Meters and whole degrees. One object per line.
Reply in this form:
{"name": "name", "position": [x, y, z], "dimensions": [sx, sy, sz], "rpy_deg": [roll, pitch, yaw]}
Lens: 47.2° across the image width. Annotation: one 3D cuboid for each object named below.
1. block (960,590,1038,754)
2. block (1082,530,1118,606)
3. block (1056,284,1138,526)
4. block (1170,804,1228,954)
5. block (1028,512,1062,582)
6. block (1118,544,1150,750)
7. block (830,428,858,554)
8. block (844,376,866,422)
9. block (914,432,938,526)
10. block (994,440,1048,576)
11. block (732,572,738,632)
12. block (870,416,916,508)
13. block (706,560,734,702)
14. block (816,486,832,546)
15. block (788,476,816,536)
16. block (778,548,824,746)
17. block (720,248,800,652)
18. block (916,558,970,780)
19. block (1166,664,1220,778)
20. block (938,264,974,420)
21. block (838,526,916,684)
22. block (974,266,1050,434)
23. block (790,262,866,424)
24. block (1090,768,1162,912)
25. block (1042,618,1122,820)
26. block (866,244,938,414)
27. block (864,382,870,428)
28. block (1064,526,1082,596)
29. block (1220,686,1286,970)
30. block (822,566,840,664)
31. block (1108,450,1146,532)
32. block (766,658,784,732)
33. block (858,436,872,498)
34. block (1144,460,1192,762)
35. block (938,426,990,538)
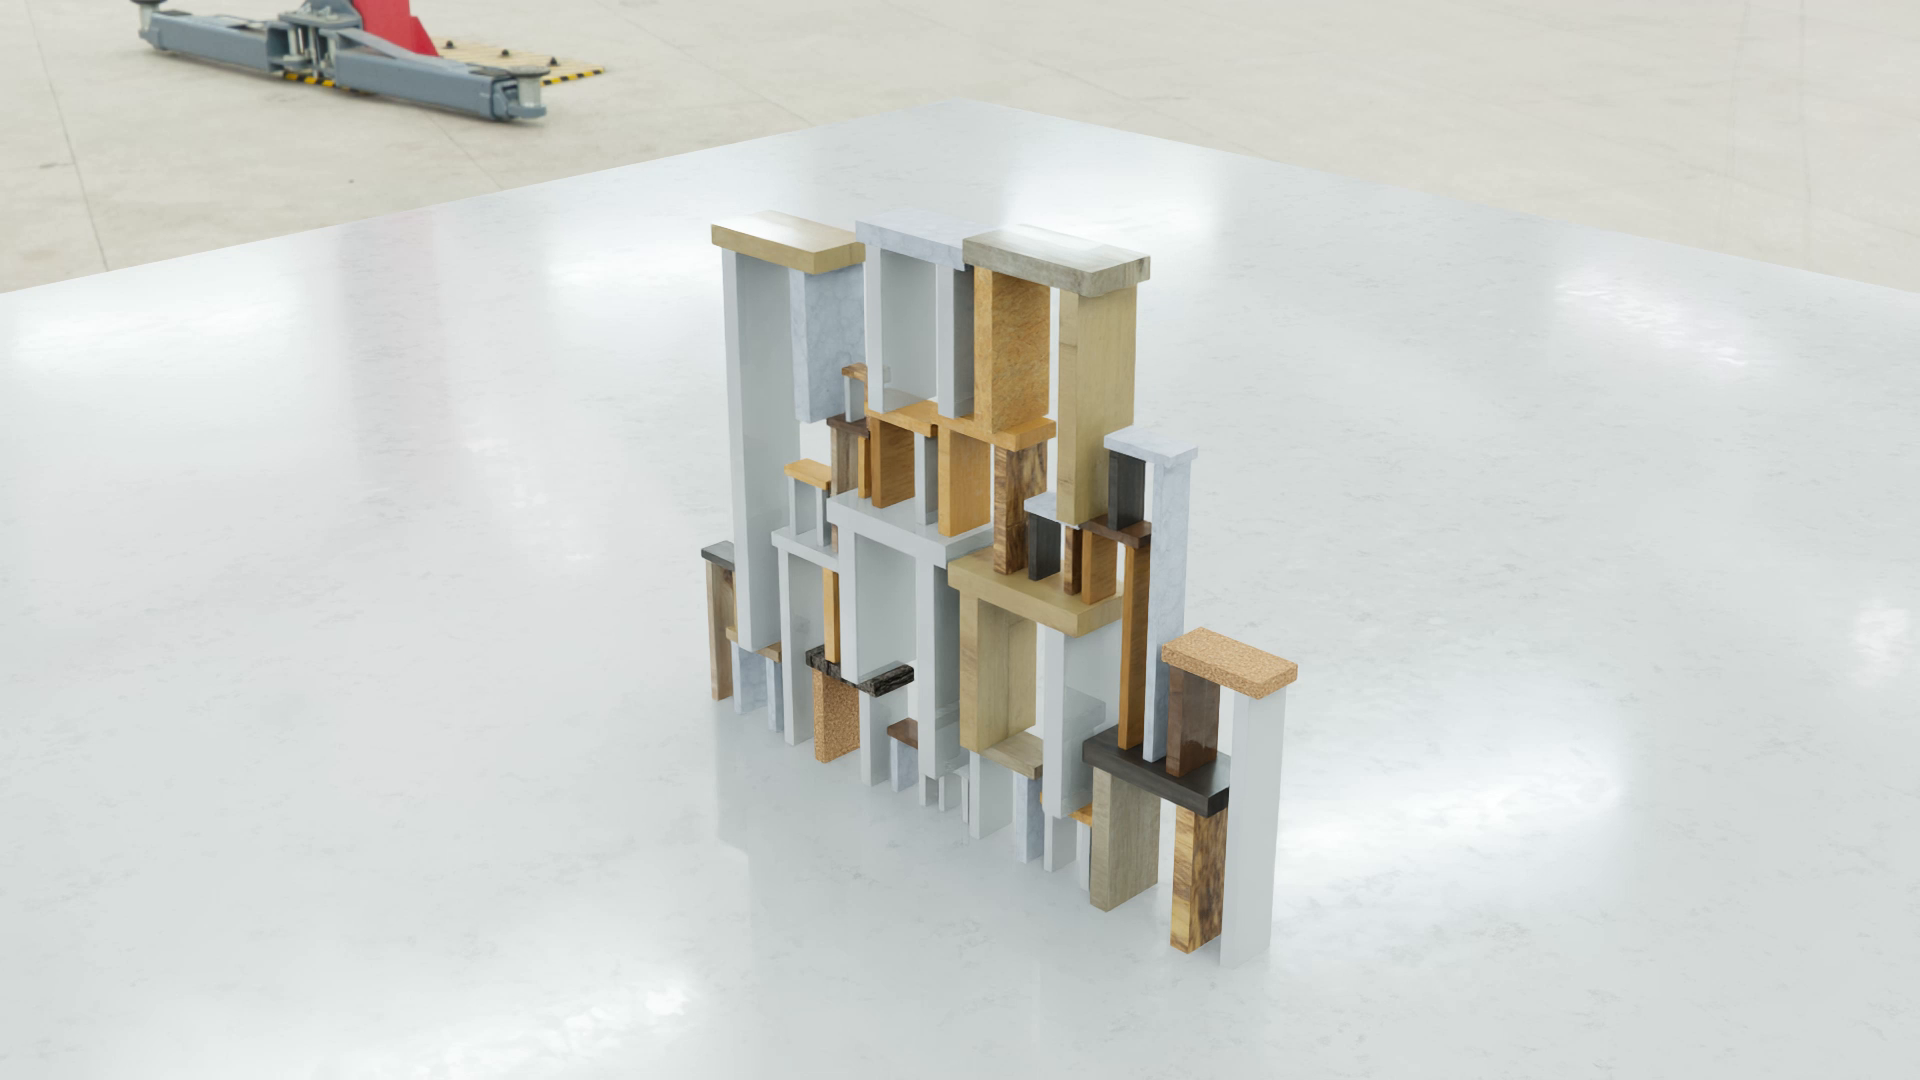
{"name": "block", "position": [0.074, 0.230, 4.238], "dimensions": [0.165, 0.329, 0.047], "rpy_deg": [-21, 31, -41]}
{"name": "block", "position": [0.252, 0.039, 3.962], "dimensions": [0.072, 0.143, 0.020], "rpy_deg": [-21, 31, -40]}
{"name": "block", "position": [0.239, -0.247, 3.858], "dimensions": [0.153, 0.424, 0.043], "rpy_deg": [-21, 31, -40]}
{"name": "block", "position": [0.451, 0.590, 3.993], "dimensions": [0.042, 0.294, 0.147], "rpy_deg": [21, 31, 41]}
{"name": "block", "position": [0.157, 0.003, 4.058], "dimensions": [0.019, 0.134, 0.067], "rpy_deg": [21, 31, 40]}
{"name": "block", "position": [0.321, 0.185, 3.950], "dimensions": [0.020, 0.402, 0.072], "rpy_deg": [22, 31, 40]}
{"name": "block", "position": [-0.230, -0.107, 4.427], "dimensions": [0.018, 0.270, 0.063], "rpy_deg": [22, 31, 40]}
{"name": "block", "position": [-0.203, -0.282, 4.322], "dimensions": [0.047, 0.094, 0.013], "rpy_deg": [-22, 32, -40]}
{"name": "block", "position": [-0.043, -0.128, 4.219], "dimensions": [0.093, 0.185, 0.026], "rpy_deg": [-21, 31, -40]}
{"name": "block", "position": [0.112, -0.069, 4.078], "dimensions": [0.109, 0.252, 0.031], "rpy_deg": [-21, 31, -40]}
{"name": "block", "position": [-0.457, 0.125, 4.774], "dimensions": [0.070, 0.140, 0.020], "rpy_deg": [-21, 31, -41]}
{"name": "block", "position": [-0.131, -0.162, 4.299], "dimensions": [0.093, 0.185, 0.026], "rpy_deg": [-21, 31, -40]}
{"name": "block", "position": [-0.523, 0.191, 4.874], "dimensions": [0.020, 0.341, 0.070], "rpy_deg": [21, 31, 41]}
{"name": "block", "position": [-0.263, -0.056, 4.490], "dimensions": [0.018, 0.128, 0.064], "rpy_deg": [21, 31, 41]}
{"name": "block", "position": [-0.323, -0.080, 4.545], "dimensions": [0.018, 0.128, 0.064], "rpy_deg": [21, 31, 41]}
{"name": "block", "position": [-0.330, 0.215, 4.673], "dimensions": [0.030, 0.454, 0.104], "rpy_deg": [21, 31, 41]}
{"name": "block", "position": [-0.405, -0.192, 4.575], "dimensions": [0.044, 0.879, 0.154], "rpy_deg": [21, 31, 41]}
{"name": "block", "position": [-0.007, 0.230, 4.328], "dimensions": [0.167, 0.465, 0.047], "rpy_deg": [-21, 31, -40]}
{"name": "block", "position": [0.416, 0.305, 3.907], "dimensions": [0.030, 0.214, 0.107], "rpy_deg": [21, 31, 41]}
{"name": "block", "position": [0.024, -0.379, 4.040], "dimensions": [0.041, 0.286, 0.143], "rpy_deg": [21, 31, 41]}
{"name": "block", "position": [-0.165, 0.109, 4.448], "dimensions": [0.167, 0.335, 0.047], "rpy_deg": [-21, 31, -41]}
{"name": "block", "position": [0.095, -0.358, 3.967], "dimensions": [0.043, 0.305, 0.153], "rpy_deg": [21, 31, 41]}
{"name": "block", "position": [-0.258, -0.398, 4.329], "dimensions": [0.044, 0.308, 0.154], "rpy_deg": [20, 30, 41]}
{"name": "block", "position": [0.312, 0.536, 4.121], "dimensions": [0.042, 0.294, 0.147], "rpy_deg": [21, 31, 41]}
{"name": "block", "position": [0.229, 0.316, 4.105], "dimensions": [0.165, 0.385, 0.047], "rpy_deg": [-21, 31, -40]}
{"name": "block", "position": [-0.110, -0.414, 4.173], "dimensions": [0.143, 0.324, 0.041], "rpy_deg": [-21, 31, -40]}
{"name": "block", "position": [-0.162, -0.267, 4.281], "dimensions": [0.047, 0.094, 0.013], "rpy_deg": [-22, 29, -39]}
{"name": "block", "position": [0.220, 0.028, 4.000], "dimensions": [0.067, 0.134, 0.019], "rpy_deg": [-21, 31, -40]}
{"name": "block", "position": [0.517, 0.499, 3.880], "dimensions": [0.030, 0.550, 0.107], "rpy_deg": [21, 31, 41]}
{"name": "block", "position": [-0.231, 0.140, 4.535], "dimensions": [0.104, 0.209, 0.030], "rpy_deg": [-21, 31, -41]}
{"name": "block", "position": [0.292, -0.096, 3.855], "dimensions": [0.021, 0.148, 0.074], "rpy_deg": [21, 31, 40]}
{"name": "block", "position": [-0.377, 0.323, 4.775], "dimensions": [0.025, 0.175, 0.088], "rpy_deg": [21, 31, 41]}
{"name": "block", "position": [-0.172, -0.150, 4.345], "dimensions": [0.063, 0.126, 0.018], "rpy_deg": [-21, 33, -40]}
{"name": "block", "position": [0.364, 0.125, 3.875], "dimensions": [0.021, 0.571, 0.074], "rpy_deg": [21, 31, 41]}
{"name": "block", "position": [0.009, -0.124, 4.166], "dimensions": [0.109, 0.219, 0.031], "rpy_deg": [-21, 31, -40]}
